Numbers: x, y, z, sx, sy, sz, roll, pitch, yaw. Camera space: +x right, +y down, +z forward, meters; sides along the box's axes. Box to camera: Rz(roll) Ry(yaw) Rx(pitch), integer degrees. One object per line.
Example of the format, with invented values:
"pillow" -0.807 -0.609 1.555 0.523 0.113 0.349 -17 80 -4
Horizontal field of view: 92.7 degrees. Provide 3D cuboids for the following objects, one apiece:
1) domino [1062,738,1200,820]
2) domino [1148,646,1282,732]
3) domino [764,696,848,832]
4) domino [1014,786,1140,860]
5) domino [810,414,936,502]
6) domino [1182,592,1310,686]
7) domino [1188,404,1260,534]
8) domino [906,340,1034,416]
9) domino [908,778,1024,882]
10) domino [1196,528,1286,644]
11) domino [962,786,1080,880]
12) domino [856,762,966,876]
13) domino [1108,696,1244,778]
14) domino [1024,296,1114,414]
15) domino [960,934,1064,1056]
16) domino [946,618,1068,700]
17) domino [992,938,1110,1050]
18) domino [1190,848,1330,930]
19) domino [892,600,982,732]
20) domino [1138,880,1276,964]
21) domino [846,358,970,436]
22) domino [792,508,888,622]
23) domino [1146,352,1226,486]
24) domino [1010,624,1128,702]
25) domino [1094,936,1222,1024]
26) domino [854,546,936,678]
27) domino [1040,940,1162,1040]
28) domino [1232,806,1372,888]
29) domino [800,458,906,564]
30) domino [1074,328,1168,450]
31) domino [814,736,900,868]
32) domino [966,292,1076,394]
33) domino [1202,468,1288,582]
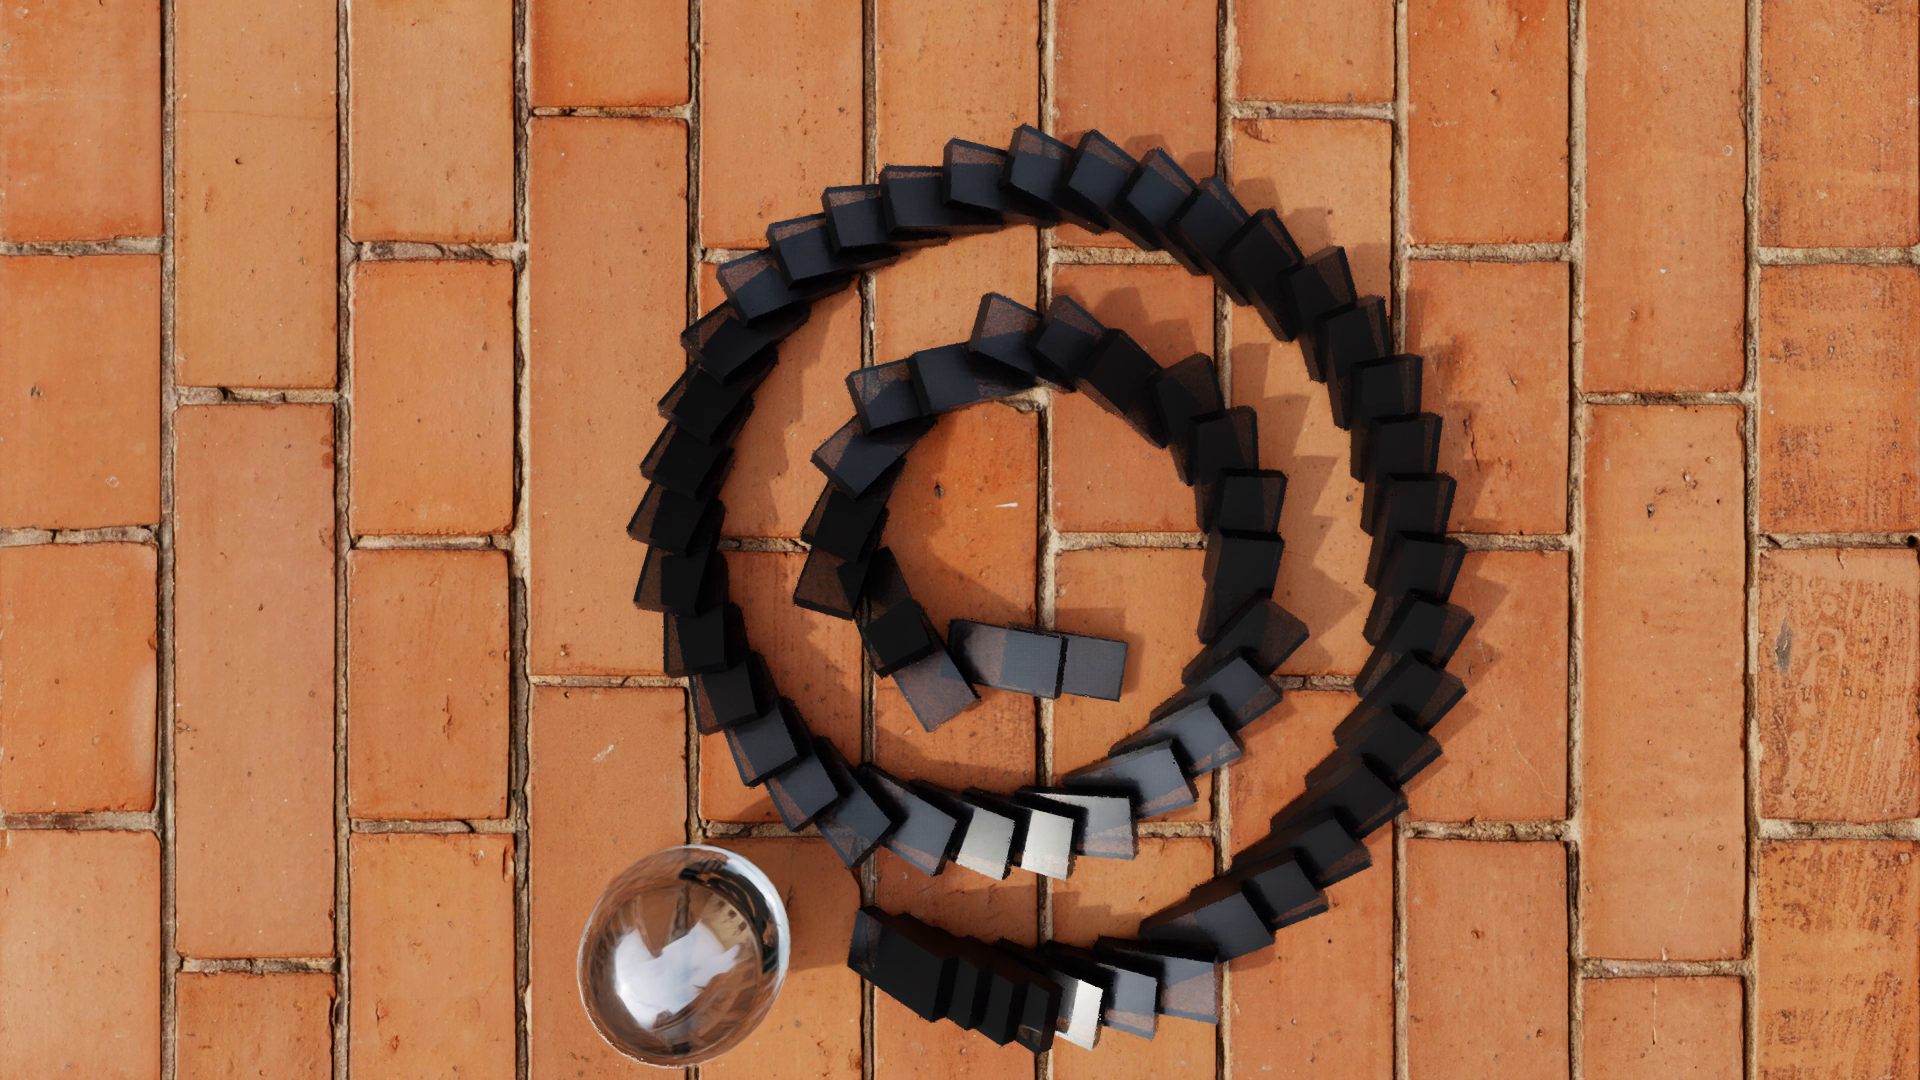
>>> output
"domino" 0.071 0.104 0.385 0.050 0.010 0.025 -25 90 25
"domino" 0.107 0.070 0.385 0.025 0.009 0.050 46 116 -1
"domino" -0.071 0.094 0.385 0.025 0.010 0.050 -36 65 0
"domino" 0.049 0.118 0.385 0.050 0.009 0.025 -4 90 25
"domino" -0.036 -0.042 0.385 0.025 0.010 0.050 44 64 0
"domino" 0.119 0.048 0.384 0.025 0.010 0.050 34 117 -2
"domino" 0.112 -0.029 0.385 0.025 0.009 0.050 -12 115 -2
"domino" 0.005 -0.070 0.385 0.050 0.009 0.025 -17 90 -25
"domino" -0.001 0.121 0.385 0.050 0.009 0.025 13 90 25
"domino" 0.117 0.021 0.385 0.025 0.010 0.050 5 114 0
"domino" 0.024 0.123 0.385 0.050 0.010 0.025 8 90 25
"domino" -0.025 0.117 0.385 0.050 0.009 0.025 23 90 25
"domino" 0.090 0.088 0.385 0.050 0.009 0.025 -35 90 26
"domino" 0.054 -0.077 0.384 0.050 0.010 0.025 32 87 -26
"domino" 0.017 0.187 0.380 0.050 0.009 0.025 10 90 41
"domino" 0.019 0.050 0.386 0.050 0.009 0.025 8 90 23
"domino" 0.036 0.189 0.384 0.050 0.010 0.025 10 90 28
"domino" 0.125 0.151 0.386 0.050 0.009 0.025 -34 91 24
"domino" -0.016 0.053 0.387 0.025 0.009 0.050 -35 74 5
"domino" 0.103 0.165 0.386 0.050 0.010 0.025 -34 90 23
"domino" -0.020 -0.063 0.385 0.050 0.009 0.025 -19 87 -25
"domino" -0.049 0.007 0.384 0.025 0.010 0.050 15 63 2
"domino" 0.098 -0.050 0.384 0.025 0.009 0.050 -26 116 -1
"domino" 0.045 0.053 0.395 0.050 0.010 0.025 9 90 0
"domino" 0.082 0.184 0.385 0.050 0.010 0.025 -3 91 26
"domino" -0.032 0.030 0.384 0.025 0.010 0.050 -26 61 0
"domino" 0.058 0.188 0.385 0.050 0.010 0.025 4 90 26
"domino" 0.143 0.135 0.386 0.050 0.010 0.025 -39 90 24
"domino" -0.044 -0.017 0.384 0.025 0.010 0.050 24 63 0
"domino" 0.075 -0.063 0.385 0.050 0.009 0.025 36 90 -26
"domino" -0.051 0.109 0.385 0.025 0.009 0.050 -47 65 0
"domino" 0.029 -0.082 0.384 0.050 0.010 0.025 17 87 -28
"domino" 0.119 -0.005 0.385 0.025 0.009 0.050 2 114 -2
